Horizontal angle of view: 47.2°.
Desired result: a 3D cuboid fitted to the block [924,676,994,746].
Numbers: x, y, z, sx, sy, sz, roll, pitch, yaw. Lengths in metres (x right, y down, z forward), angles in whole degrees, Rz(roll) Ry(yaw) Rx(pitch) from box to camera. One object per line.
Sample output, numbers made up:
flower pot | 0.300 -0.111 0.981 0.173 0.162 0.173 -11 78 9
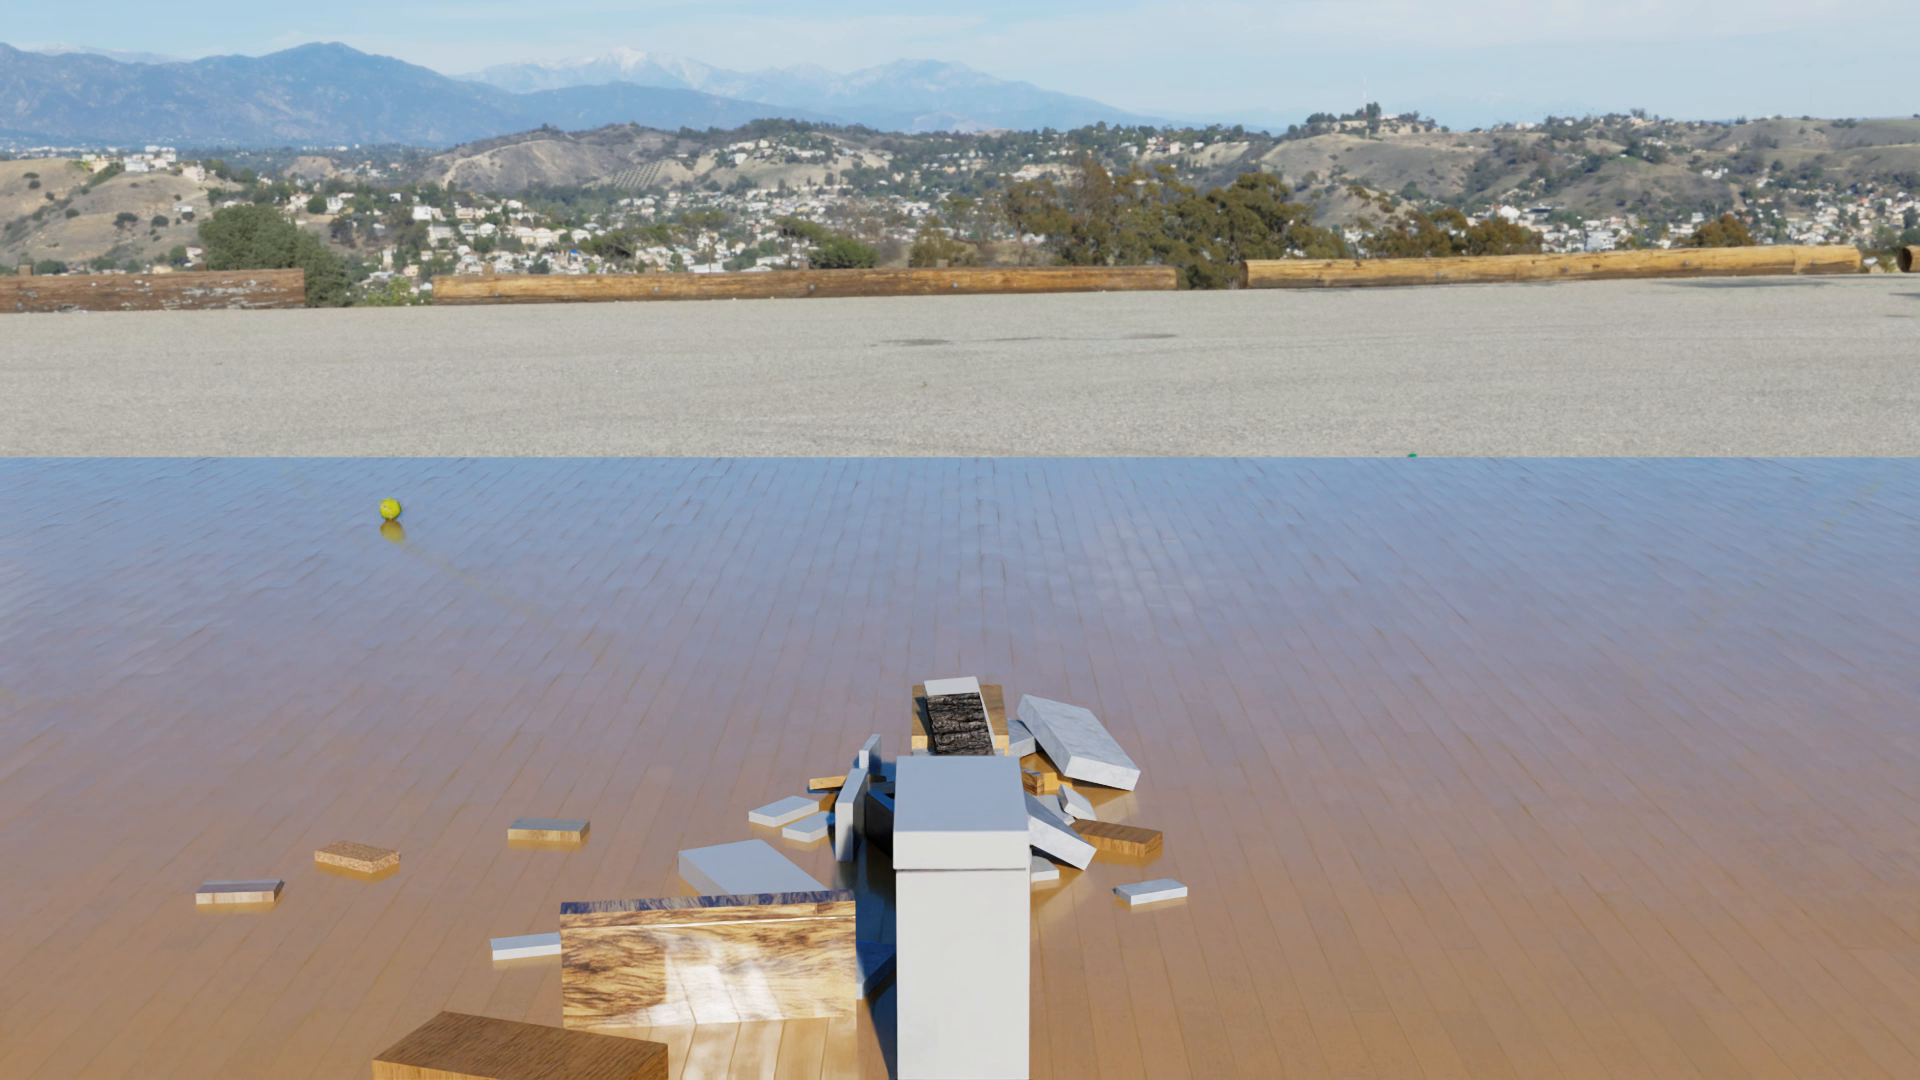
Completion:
block | -0.002 0.270 3.399 0.083 0.023 0.166 -5 31 -9

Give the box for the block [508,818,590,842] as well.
block | -0.743 0.523 3.976 0.132 0.019 0.066 1 11 6

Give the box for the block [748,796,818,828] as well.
block | -0.327 0.504 4.085 0.063 0.018 0.125 8 13 36

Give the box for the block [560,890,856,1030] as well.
block | -0.358 0.600 3.144 0.414 0.173 0.049 -1 11 -7

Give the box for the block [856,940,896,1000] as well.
block | -0.156 0.645 3.309 0.083 0.023 0.166 4 11 19

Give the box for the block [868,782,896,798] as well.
block | -0.119 0.470 4.142 0.157 0.022 0.078 -4 -14 -3

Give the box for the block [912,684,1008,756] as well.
block | -0.002 0.291 3.521 0.149 0.042 0.298 0 11 -1

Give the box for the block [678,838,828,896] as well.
block | -0.345 0.570 3.659 0.150 0.043 0.301 -5 12 -27

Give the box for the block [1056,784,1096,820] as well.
block | 0.216 0.491 4.077 0.061 0.017 0.122 30 7 -8

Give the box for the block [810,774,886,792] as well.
block | -0.213 0.461 4.176 0.132 0.019 0.066 -10 -14 33

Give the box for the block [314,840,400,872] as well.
block | -1.050 0.551 3.829 0.132 0.019 0.066 6 12 29

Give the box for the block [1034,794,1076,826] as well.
block | 0.157 0.506 4.056 0.081 0.023 0.163 -2 11 -8

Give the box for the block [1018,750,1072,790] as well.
block | 0.126 0.446 4.353 0.120 0.034 0.239 -3 11 -16

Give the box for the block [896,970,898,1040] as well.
block | -0.003 0.528 3.068 0.170 0.340 0.048 0 9 0

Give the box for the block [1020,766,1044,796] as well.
block | 0.116 0.463 4.185 0.017 0.061 0.122 -8 13 -36

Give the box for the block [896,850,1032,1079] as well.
block | 0.006 0.569 2.850 0.170 0.340 0.048 1 12 4

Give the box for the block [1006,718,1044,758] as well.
block | 0.084 0.395 4.360 0.120 0.034 0.239 12 9 25

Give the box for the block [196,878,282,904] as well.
block | -1.198 0.584 3.655 0.125 0.018 0.063 -1 11 -5

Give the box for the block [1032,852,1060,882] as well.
block | 0.127 0.561 3.783 0.053 0.015 0.106 -3 11 -18

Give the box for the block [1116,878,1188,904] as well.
block | 0.318 0.584 3.659 0.106 0.015 0.053 -5 12 -24

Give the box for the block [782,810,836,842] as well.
block | -0.261 0.521 3.996 0.061 0.017 0.121 7 13 33

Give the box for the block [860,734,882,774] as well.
block | -0.177 0.431 4.353 0.018 0.063 0.125 2 11 9

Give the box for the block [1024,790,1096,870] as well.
block | 0.106 0.478 3.878 0.150 0.043 0.301 30 1 -29

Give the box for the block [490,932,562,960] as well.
block | -0.673 0.630 3.412 0.106 0.015 0.053 -3 11 -16

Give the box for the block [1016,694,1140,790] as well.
block | 0.231 0.397 4.343 0.150 0.043 0.301 15 14 -21

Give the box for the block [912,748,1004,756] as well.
block | -0.002 0.365 3.240 0.140 0.040 0.280 0 10 0

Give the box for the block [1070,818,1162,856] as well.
block | 0.270 0.531 3.926 0.163 0.023 0.081 6 12 28

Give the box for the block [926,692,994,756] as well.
block | -0.001 0.288 3.321 0.083 0.023 0.166 -4 30 -7

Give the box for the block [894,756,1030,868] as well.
block | -0.001 0.357 2.921 0.170 0.048 0.340 0 11 -1

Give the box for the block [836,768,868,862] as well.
block | -0.192 0.489 3.924 0.030 0.106 0.211 1 11 5

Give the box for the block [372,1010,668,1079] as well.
block | -0.583 0.703 2.924 0.346 0.049 0.173 4 11 19

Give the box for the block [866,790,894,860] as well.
block | -0.122 0.508 3.871 0.025 0.088 0.176 -4 11 -22
